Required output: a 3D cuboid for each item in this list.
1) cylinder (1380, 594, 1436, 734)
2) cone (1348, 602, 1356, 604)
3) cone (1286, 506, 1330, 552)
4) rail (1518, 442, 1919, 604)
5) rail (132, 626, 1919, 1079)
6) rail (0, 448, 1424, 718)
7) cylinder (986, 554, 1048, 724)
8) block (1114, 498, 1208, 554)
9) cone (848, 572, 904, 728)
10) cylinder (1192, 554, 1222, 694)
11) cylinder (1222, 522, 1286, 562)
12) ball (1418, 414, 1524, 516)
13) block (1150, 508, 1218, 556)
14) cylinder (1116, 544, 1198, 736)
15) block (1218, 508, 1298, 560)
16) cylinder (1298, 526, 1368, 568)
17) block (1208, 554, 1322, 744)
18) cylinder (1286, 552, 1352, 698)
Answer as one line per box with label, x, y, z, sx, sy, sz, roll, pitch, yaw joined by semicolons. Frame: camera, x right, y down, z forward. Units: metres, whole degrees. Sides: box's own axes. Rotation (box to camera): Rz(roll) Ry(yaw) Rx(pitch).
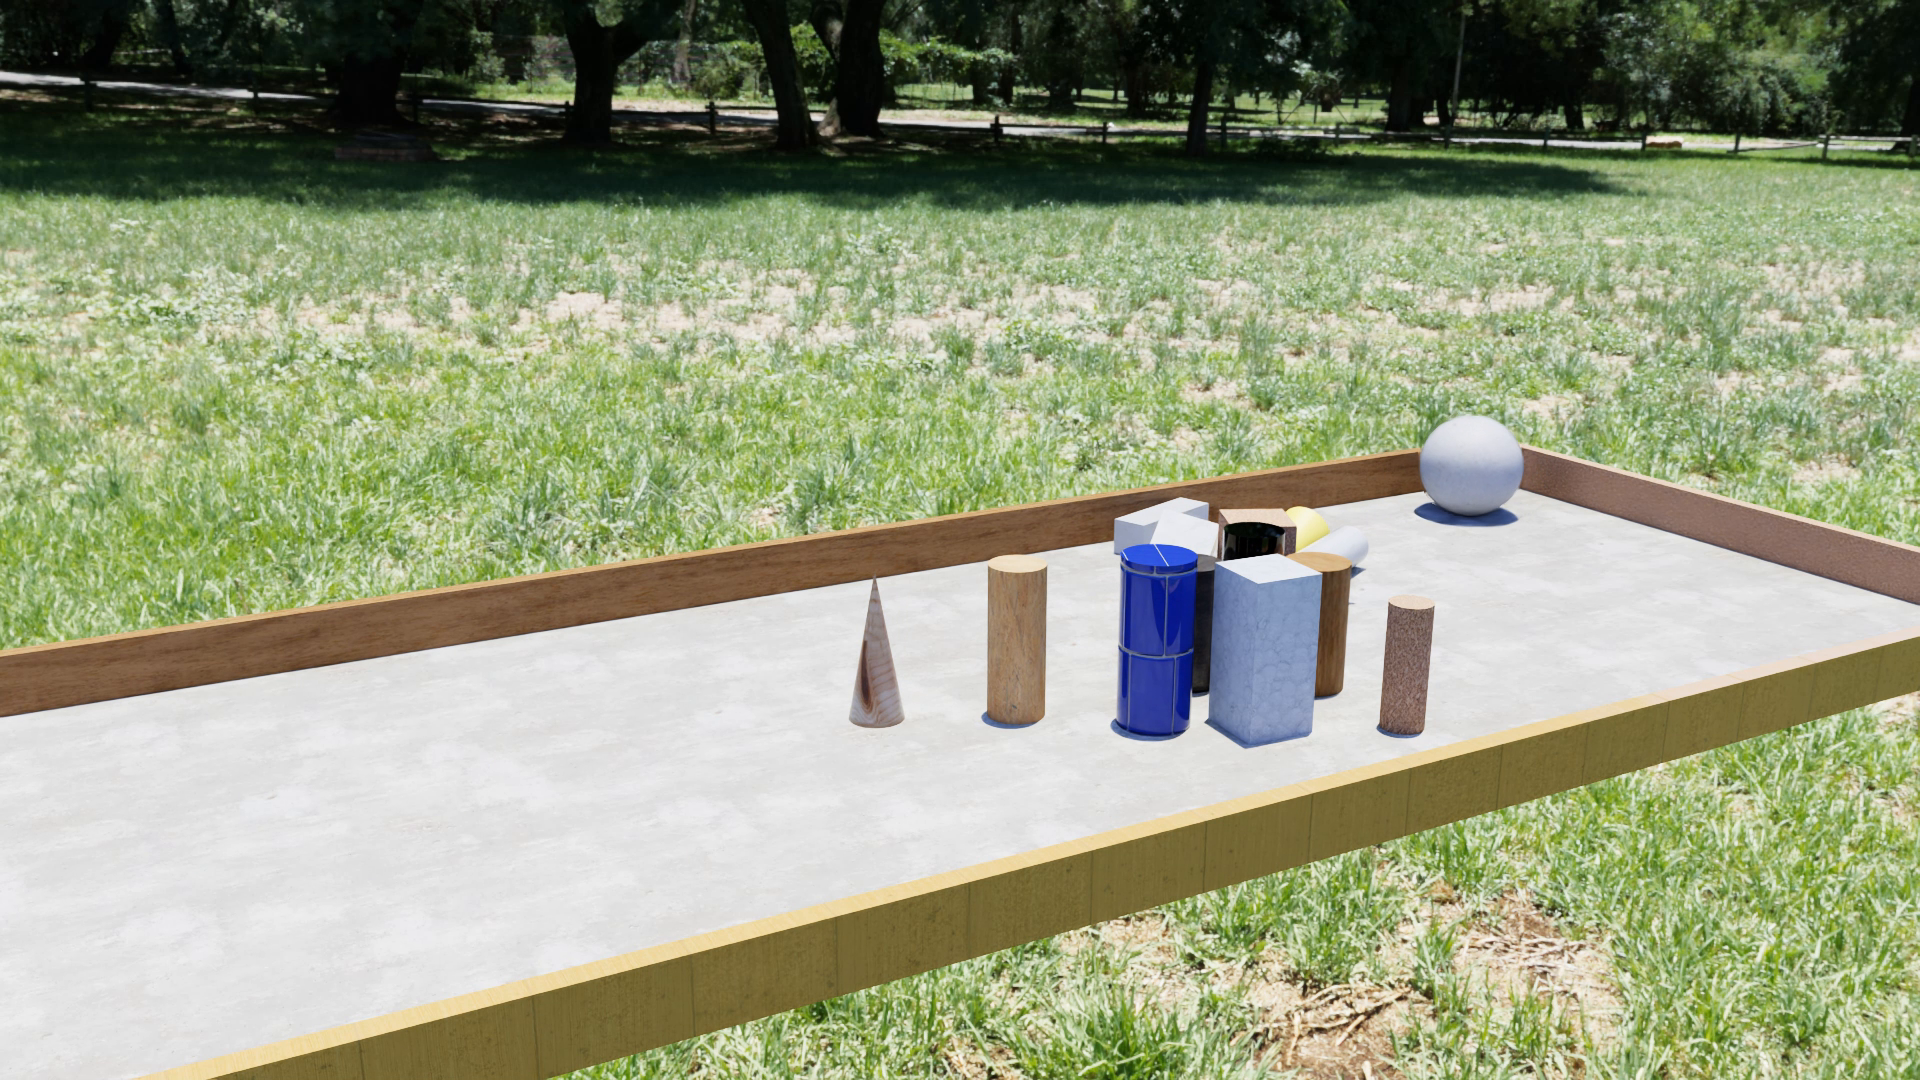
cylinder;1.036;0.289;3.824;0.103;0.308;0.103;0;16;0
cone;0.951;0.157;4.687;0.392;0.154;0.154;8;14;-14
cone;0.988;0.045;5.055;0.172;0.172;0.305;13;37;37
rail;2.466;-0.048;5.253;0.050;0.150;2.100;-9;18;-27
rail;-2.336;1.006;1.665;12.000;0.150;0.050;-9;18;-27
rail;-3.305;0.497;3.399;12.000;0.150;0.050;-9;18;-27
cylinder;0.134;0.235;3.890;0.139;0.375;0.139;0;16;0
block;0.648;-0.039;5.288;0.112;0.112;0.359;14;22;40
cone;-0.198;0.246;3.869;0.134;0.365;0.134;0;16;0
cylinder;0.574;0.205;4.087;0.141;0.317;0.141;0;18;0
cylinder;0.719;0.166;4.084;0.149;0.398;0.149;0;16;0
ball;1.739;-0.256;5.617;0.342;0.342;0.342;0;16;0
block;0.555;0.115;4.354;0.157;0.157;0.368;17;49;11
cylinder;0.456;0.232;3.834;0.176;0.413;0.176;0;16;0
block;0.770;0.116;4.322;0.168;0.361;0.168;-1;16;-2
cylinder;1.079;0.065;4.910;0.126;0.126;0.415;11;20;33
block;0.704;0.250;3.820;0.173;0.386;0.173;-7;18;-23
cylinder;0.874;0.207;4.077;0.163;0.323;0.163;0;16;0
